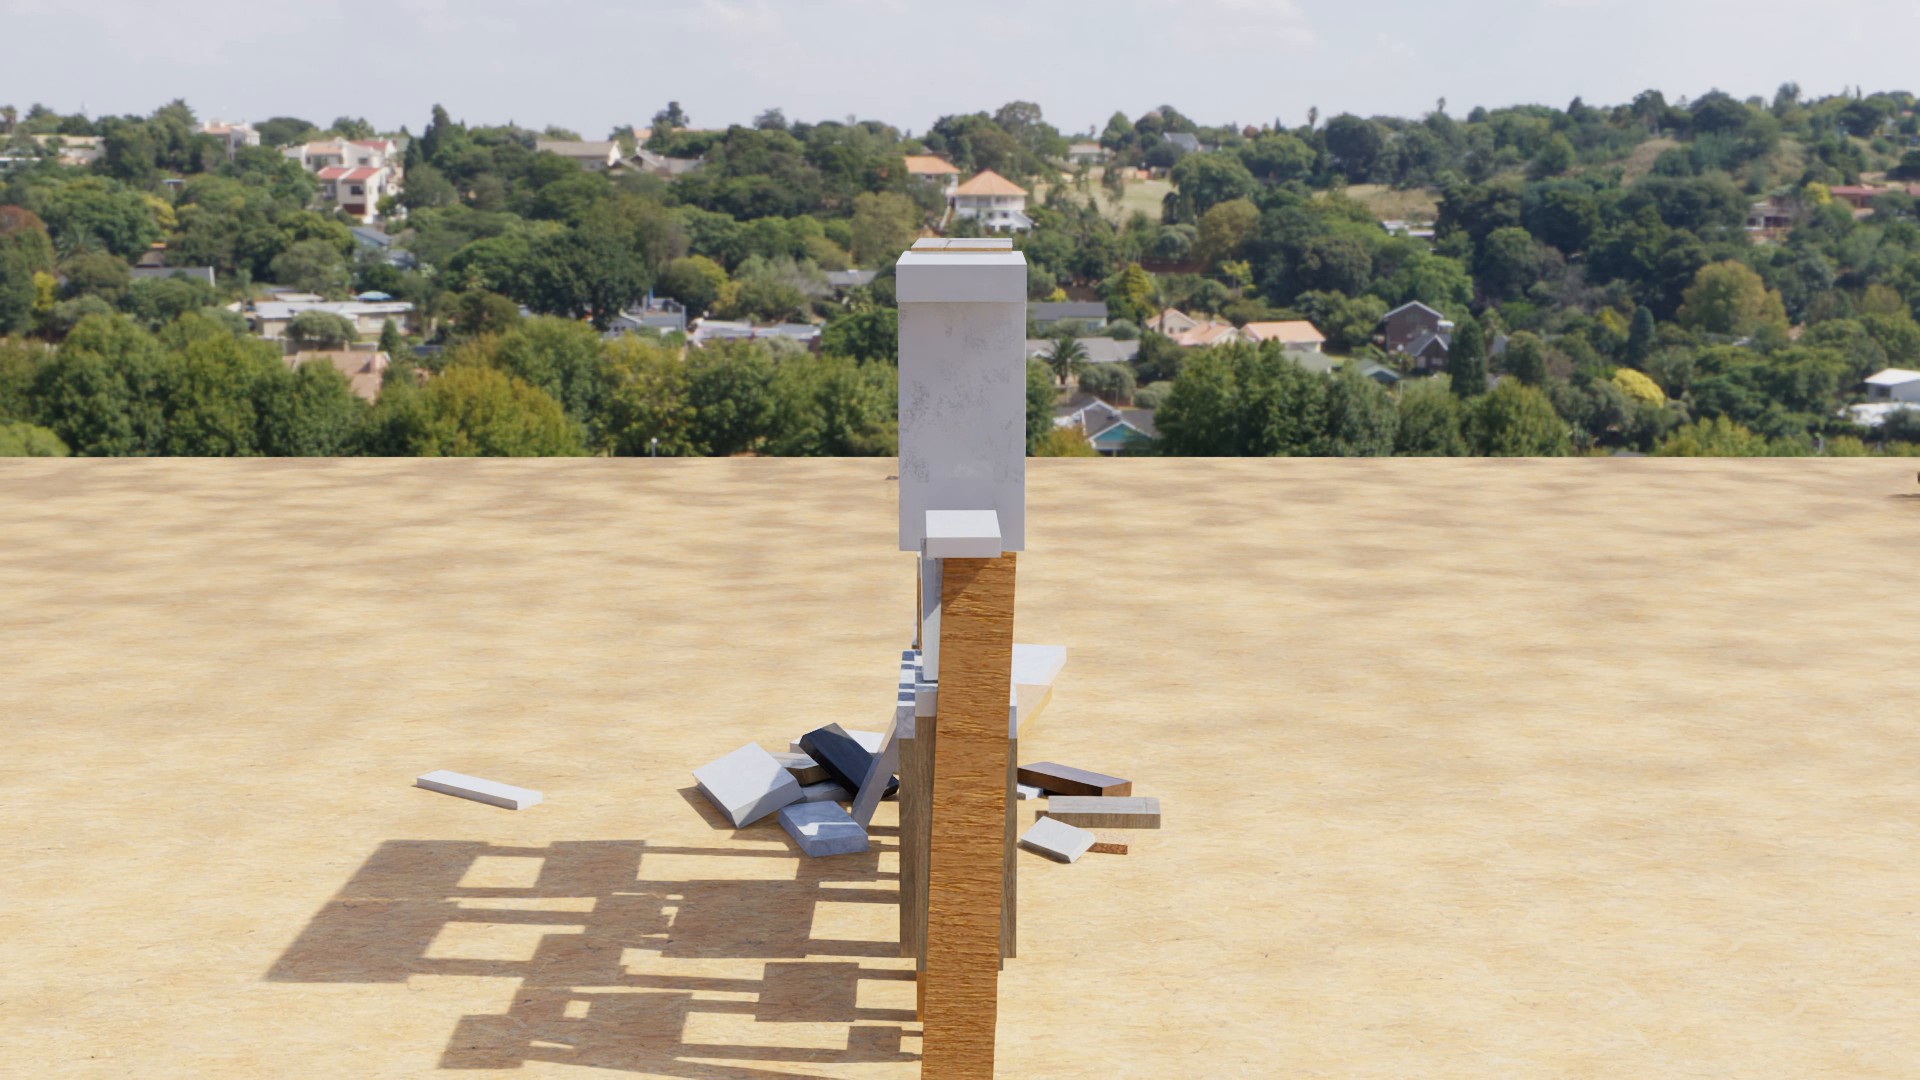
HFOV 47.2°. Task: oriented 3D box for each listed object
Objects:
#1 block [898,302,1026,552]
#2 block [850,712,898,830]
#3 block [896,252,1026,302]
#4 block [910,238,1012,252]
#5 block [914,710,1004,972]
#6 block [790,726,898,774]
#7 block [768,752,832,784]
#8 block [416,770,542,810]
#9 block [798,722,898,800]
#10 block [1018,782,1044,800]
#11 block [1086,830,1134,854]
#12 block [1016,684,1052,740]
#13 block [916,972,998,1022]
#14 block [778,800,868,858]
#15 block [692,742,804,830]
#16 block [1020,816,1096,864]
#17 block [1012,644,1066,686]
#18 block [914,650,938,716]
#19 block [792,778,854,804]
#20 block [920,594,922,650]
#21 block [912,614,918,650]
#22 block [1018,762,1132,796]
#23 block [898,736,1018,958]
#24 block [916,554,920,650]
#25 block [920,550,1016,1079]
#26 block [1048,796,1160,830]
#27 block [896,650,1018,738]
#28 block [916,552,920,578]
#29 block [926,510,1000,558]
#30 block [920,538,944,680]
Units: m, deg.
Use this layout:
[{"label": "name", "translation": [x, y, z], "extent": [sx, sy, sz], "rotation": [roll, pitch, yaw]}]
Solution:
[{"label": "block", "translation": [0.003, -0.165, 3.117], "extent": [0.179, 0.357, 0.051], "rotation": [0, 10, 0]}, {"label": "block", "translation": [-0.143, 0.418, 4.029], "extent": [0.030, 0.213, 0.107], "rotation": [24, 9, -6]}, {"label": "block", "translation": [0.003, -0.383, 3.176], "extent": [0.179, 0.051, 0.357], "rotation": [0, 10, 0]}, {"label": "block", "translation": [0.006, -0.452, 3.508], "extent": [0.154, 0.044, 0.309], "rotation": [0, 10, 1]}, {"label": "block", "translation": [-0.001, 0.401, 2.948], "extent": [0.118, 0.361, 0.033], "rotation": [0, 11, -1]}, {"label": "block", "translation": [-0.193, 0.426, 4.449], "extent": [0.270, 0.038, 0.135], "rotation": [4, 11, 22]}, {"label": "block", "translation": [-0.338, 0.443, 4.286], "extent": [0.107, 0.030, 0.233], "rotation": [-10, 6, -43]}, {"label": "block", "translation": [-0.924, 0.479, 4.219], "extent": [0.275, 0.018, 0.064], "rotation": [7, 13, 34]}, {"label": "block", "translation": [-0.211, 0.428, 4.205], "extent": [0.187, 0.027, 0.094], "rotation": [40, 34, 25]}, {"label": "block", "translation": [0.108, 0.479, 4.229], "extent": [0.049, 0.014, 0.098], "rotation": [-10, 15, -43]}, {"label": "block", "translation": [0.242, 0.536, 3.910], "extent": [0.128, 0.018, 0.064], "rotation": [3, 11, 15]}, {"label": "block", "translation": [0.098, 0.369, 4.573], "extent": [0.102, 0.029, 0.455], "rotation": [2, 11, 13]}, {"label": "block", "translation": [-0.004, 0.572, 3.135], "extent": [0.115, 0.230, 0.033], "rotation": [0, 10, 0]}, {"label": "block", "translation": [-0.248, 0.519, 3.966], "extent": [0.107, 0.030, 0.213], "rotation": [-4, 11, -19]}, {"label": "block", "translation": [-0.403, 0.459, 4.141], "extent": [0.135, 0.038, 0.270], "rotation": [-26, 18, -16]}, {"label": "block", "translation": [0.172, 0.528, 3.878], "extent": [0.064, 0.018, 0.128], "rotation": [-39, 31, -29]}, {"label": "block", "translation": [0.097, 0.348, 4.869], "extent": [0.135, 0.038, 0.866], "rotation": [2, 11, 12]}, {"label": "block", "translation": [-0.003, 0.193, 2.991], "extent": [0.118, 0.033, 0.236], "rotation": [0, 11, -1]}, {"label": "block", "translation": [-0.250, 0.475, 4.215], "extent": [0.187, 0.027, 0.094], "rotation": [-10, 14, -42]}, {"label": "block", "translation": [-0.004, 0.128, 3.299], "extent": [0.111, 0.221, 0.031], "rotation": [0, 5, 0]}, {"label": "block", "translation": [-0.005, 0.178, 4.022], "extent": [0.159, 0.045, 0.318], "rotation": [0, 10, 0]}, {"label": "block", "translation": [0.217, 0.464, 4.227], "extent": [0.204, 0.029, 0.102], "rotation": [9, 7, 37]}, {"label": "block", "translation": [-0.003, 0.462, 3.374], "extent": [0.180, 0.359, 0.051], "rotation": [0, 11, 0]}, {"label": "block", "translation": [0.001, 0.056, 3.550], "extent": [0.137, 0.274, 0.039], "rotation": [-1, 11, -7]}, {"label": "block", "translation": [0.010, 0.373, 2.868], "extent": [0.094, 0.719, 0.027], "rotation": [2, 3, -1]}, {"label": "block", "translation": [0.266, 0.503, 4.060], "extent": [0.204, 0.029, 0.102], "rotation": [0, 11, 3]}, {"label": "block", "translation": [-0.005, 0.239, 3.455], "extent": [0.180, 0.051, 0.359], "rotation": [0, 11, 0]}, {"label": "block", "translation": [-0.007, 0.017, 3.201], "extent": [0.111, 0.031, 0.221], "rotation": [0, 11, -1]}, {"label": "block", "translation": [0.003, -0.009, 2.875], "extent": [0.094, 0.027, 0.188], "rotation": [0, 11, -1]}, {"label": "block", "translation": [-0.004, 0.091, 2.927], "extent": [0.094, 0.188, 0.027], "rotation": [-1, -1, -5]}]
